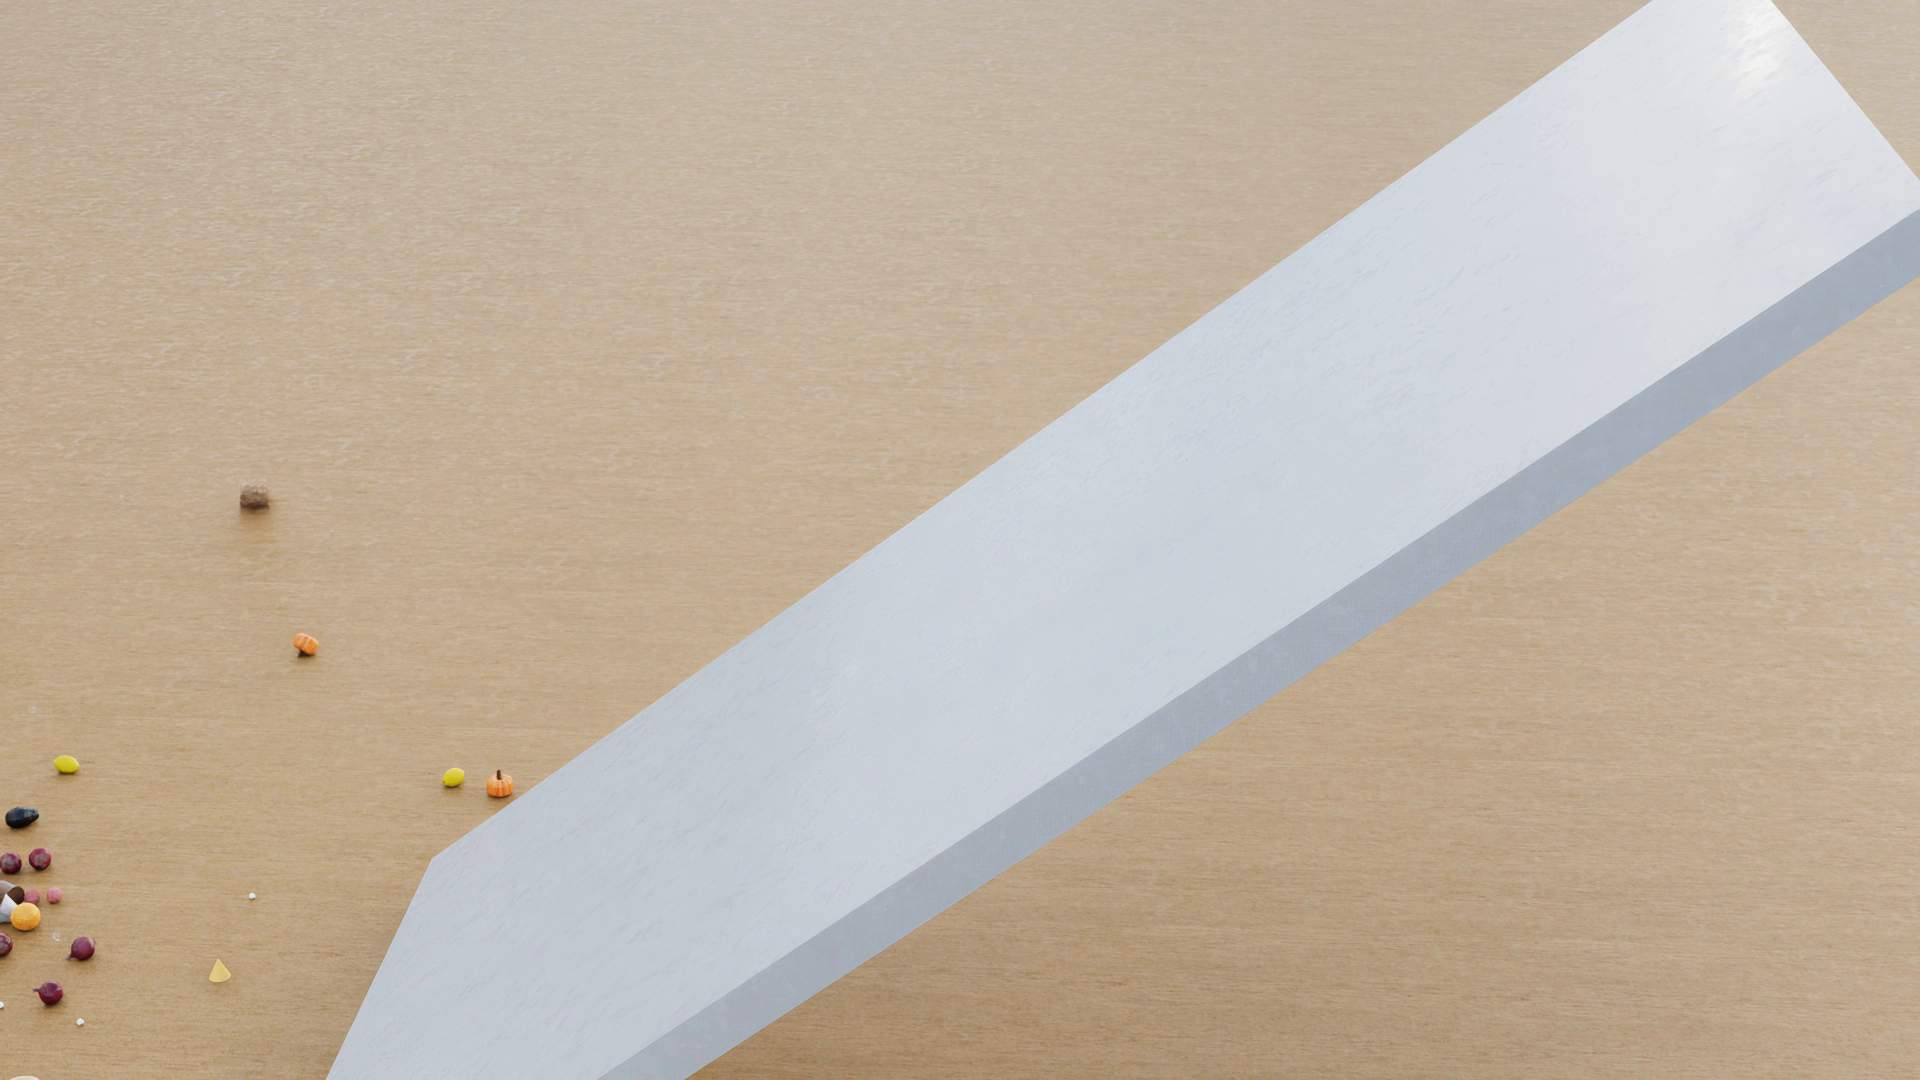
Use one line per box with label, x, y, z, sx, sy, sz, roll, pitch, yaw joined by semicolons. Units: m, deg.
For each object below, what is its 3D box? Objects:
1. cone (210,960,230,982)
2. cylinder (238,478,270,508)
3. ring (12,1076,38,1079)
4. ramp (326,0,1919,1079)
cone;-1.867;1.076;7.411;0.054;0.054;0.054;0;23;0
cylinder;-2.468;-0.166;10.281;0.095;0.095;0.095;-5;24;-12
ring;-2.208;1.297;6.919;0.101;0.034;0.101;0;24;0
ramp;0.126;0.181;6.329;4.000;0.100;2.000;-35;16;17
